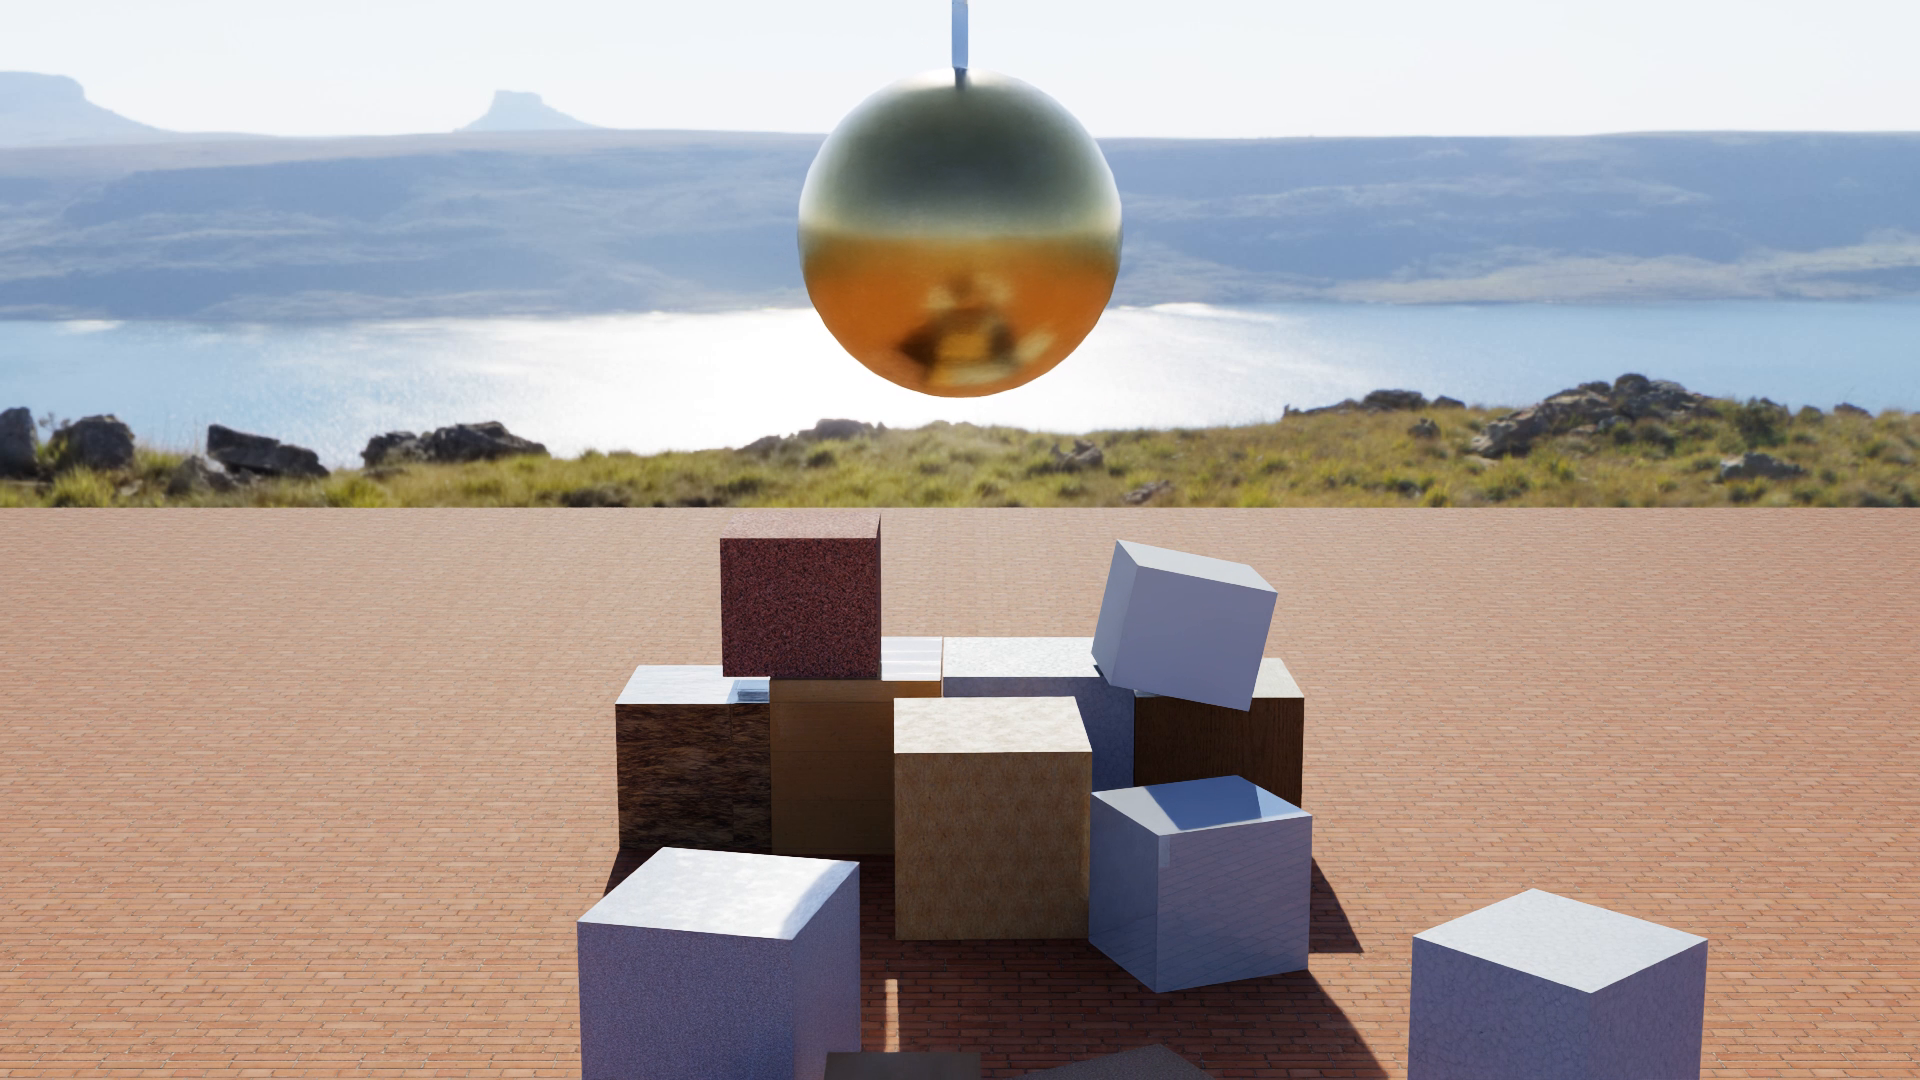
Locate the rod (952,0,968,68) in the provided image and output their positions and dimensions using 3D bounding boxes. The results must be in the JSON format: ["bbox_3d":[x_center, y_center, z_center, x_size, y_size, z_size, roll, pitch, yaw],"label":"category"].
[{"bbox_3d":[0.000,-4.852,10.229,0.080,5.200,0.080,0,9,0],"label":"rod"}]

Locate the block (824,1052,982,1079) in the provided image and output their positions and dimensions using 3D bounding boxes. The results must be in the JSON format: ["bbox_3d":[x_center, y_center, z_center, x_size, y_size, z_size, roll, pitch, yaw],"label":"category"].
[{"bbox_3d":[-0.186,2.003,7.093,0.508,0.520,0.522,0,10,0],"label":"block"}]

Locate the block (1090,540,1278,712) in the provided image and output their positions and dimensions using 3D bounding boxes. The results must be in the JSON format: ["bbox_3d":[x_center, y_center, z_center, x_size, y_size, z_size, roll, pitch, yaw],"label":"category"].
[{"bbox_3d":[1.096,0.413,10.873,0.698,0.601,0.631,11,10,-7],"label":"block"}]

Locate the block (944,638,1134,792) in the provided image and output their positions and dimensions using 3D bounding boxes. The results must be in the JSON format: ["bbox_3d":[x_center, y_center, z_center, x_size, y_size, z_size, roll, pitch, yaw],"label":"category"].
[{"bbox_3d":[0.390,1.035,11.383,0.949,0.891,0.870,0,10,0],"label":"block"}]

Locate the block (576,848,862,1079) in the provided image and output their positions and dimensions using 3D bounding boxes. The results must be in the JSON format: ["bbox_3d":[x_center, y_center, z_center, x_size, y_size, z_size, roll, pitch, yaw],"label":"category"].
[{"bbox_3d":[-0.845,1.677,7.937,0.774,0.861,0.825,2,11,13],"label":"block"}]

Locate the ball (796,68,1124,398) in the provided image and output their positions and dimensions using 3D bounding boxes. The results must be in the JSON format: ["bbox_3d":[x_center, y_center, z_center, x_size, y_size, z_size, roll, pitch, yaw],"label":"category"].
[{"bbox_3d":[0.000,-1.492,10.749,1.600,1.600,1.600,0,10,0],"label":"ball"}]

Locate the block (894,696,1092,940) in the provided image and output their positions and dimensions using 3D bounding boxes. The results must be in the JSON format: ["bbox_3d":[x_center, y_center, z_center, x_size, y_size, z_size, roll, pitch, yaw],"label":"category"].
[{"bbox_3d":[0.132,1.267,10.186,0.867,0.862,0.958,0,10,-2],"label":"block"}]

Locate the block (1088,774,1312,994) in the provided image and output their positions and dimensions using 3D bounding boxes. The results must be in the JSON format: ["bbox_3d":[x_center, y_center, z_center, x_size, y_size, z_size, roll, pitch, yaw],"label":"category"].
[{"bbox_3d":[1.033,1.475,9.540,0.731,0.685,0.653,-4,11,-22],"label":"block"}]

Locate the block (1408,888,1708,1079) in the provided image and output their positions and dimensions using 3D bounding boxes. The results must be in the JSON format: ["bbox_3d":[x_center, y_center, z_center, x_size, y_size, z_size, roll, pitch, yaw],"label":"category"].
[{"bbox_3d":[2.057,1.761,7.609,0.727,0.812,0.696,-9,14,-41],"label":"block"}]

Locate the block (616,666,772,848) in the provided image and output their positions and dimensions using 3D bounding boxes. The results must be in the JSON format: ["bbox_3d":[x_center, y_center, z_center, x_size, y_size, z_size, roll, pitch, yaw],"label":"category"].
[{"bbox_3d":[-1.328,1.109,11.365,0.764,0.752,0.804,0,10,0],"label":"block"}]

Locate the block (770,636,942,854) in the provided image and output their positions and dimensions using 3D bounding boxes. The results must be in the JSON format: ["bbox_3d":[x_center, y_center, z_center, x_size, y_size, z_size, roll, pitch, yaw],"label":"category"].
[{"bbox_3d":[-0.517,1.041,11.350,0.840,0.891,0.960,0,10,0],"label":"block"}]

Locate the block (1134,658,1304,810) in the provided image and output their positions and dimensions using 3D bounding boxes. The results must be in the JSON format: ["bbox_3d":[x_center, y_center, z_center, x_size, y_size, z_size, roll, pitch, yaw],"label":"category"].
[{"bbox_3d":[1.291,1.089,11.398,0.838,0.780,0.841,0,10,0],"label":"block"}]

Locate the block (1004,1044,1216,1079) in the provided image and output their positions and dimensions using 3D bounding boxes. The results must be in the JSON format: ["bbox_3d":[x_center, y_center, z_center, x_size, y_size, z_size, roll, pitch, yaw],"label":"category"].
[{"bbox_3d":[0.527,2.022,6.836,0.671,0.575,0.688,-6,12,-28],"label":"block"}]

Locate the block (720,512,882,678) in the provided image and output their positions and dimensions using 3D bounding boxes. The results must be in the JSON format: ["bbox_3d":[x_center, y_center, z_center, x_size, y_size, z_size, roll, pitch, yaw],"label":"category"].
[{"bbox_3d":[-0.794,0.266,11.176,0.762,0.697,0.762,0,10,0],"label":"block"}]
